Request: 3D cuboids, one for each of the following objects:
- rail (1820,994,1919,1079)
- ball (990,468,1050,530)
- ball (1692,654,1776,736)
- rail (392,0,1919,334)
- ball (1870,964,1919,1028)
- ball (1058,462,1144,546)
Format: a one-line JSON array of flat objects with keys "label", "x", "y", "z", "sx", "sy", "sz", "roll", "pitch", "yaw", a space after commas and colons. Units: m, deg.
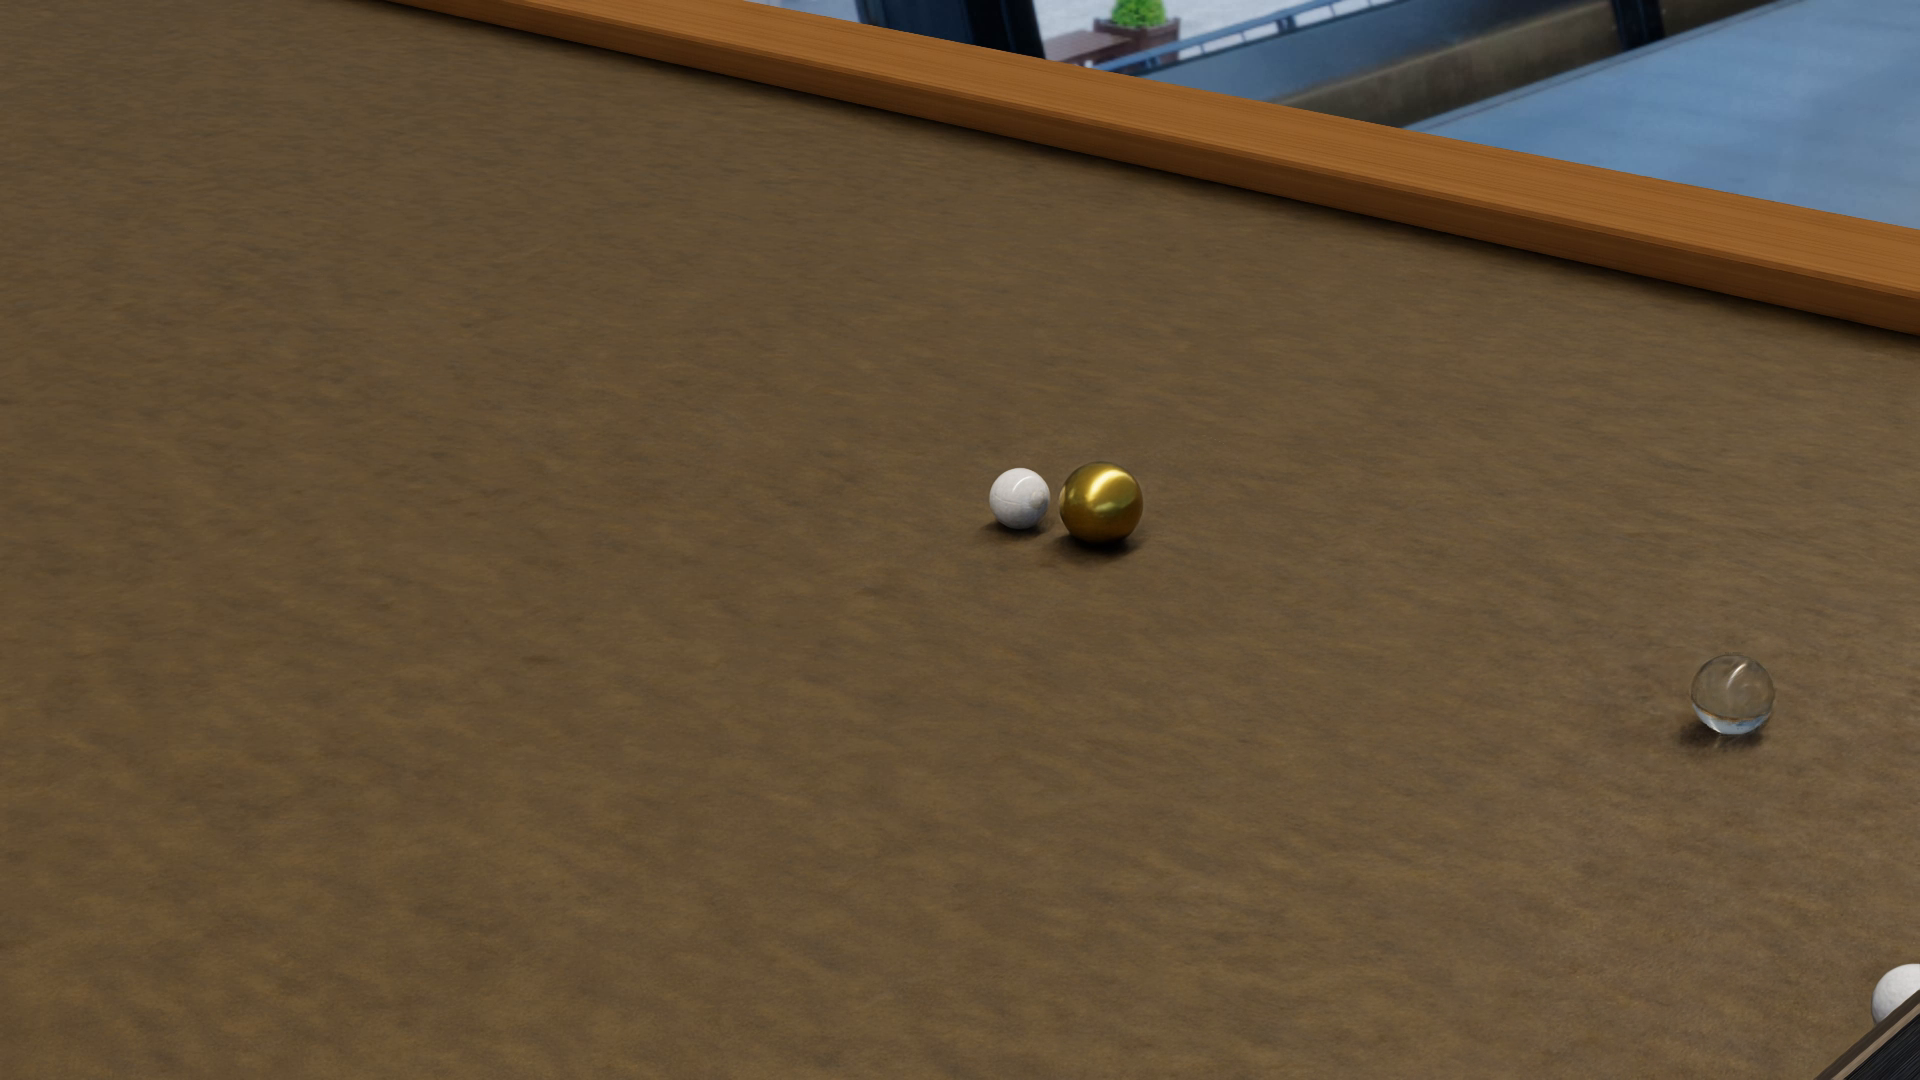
[{"label": "rail", "x": 0.743, "y": 0.223, "z": 1.924, "sx": 0.045, "sy": 0.114, "sz": 2.387, "roll": 19, "pitch": 28, "yaw": 38}, {"label": "ball", "x": 0.054, "y": -0.037, "z": 2.655, "sx": 0.055, "sy": 0.055, "sz": 0.055, "roll": 0, "pitch": 22, "yaw": 0}, {"label": "ball", "x": 0.593, "y": 0.118, "z": 2.258, "sx": 0.062, "sy": 0.062, "sz": 0.062, "roll": 0, "pitch": 22, "yaw": 0}, {"label": "rail", "x": 0.024, "y": -0.607, "z": 3.991, "sx": 4.102, "sy": 0.114, "sz": 0.045, "roll": 19, "pitch": 28, "yaw": 38}, {"label": "ball", "x": 0.597, "y": 0.292, "z": 1.835, "sx": 0.055, "sy": 0.055, "sz": 0.055, "roll": 0, "pitch": 22, "yaw": 0}, {"label": "ball", "x": 0.125, "y": -0.032, "z": 2.615, "sx": 0.076, "sy": 0.076, "sz": 0.076, "roll": 0, "pitch": 22, "yaw": 0}]
